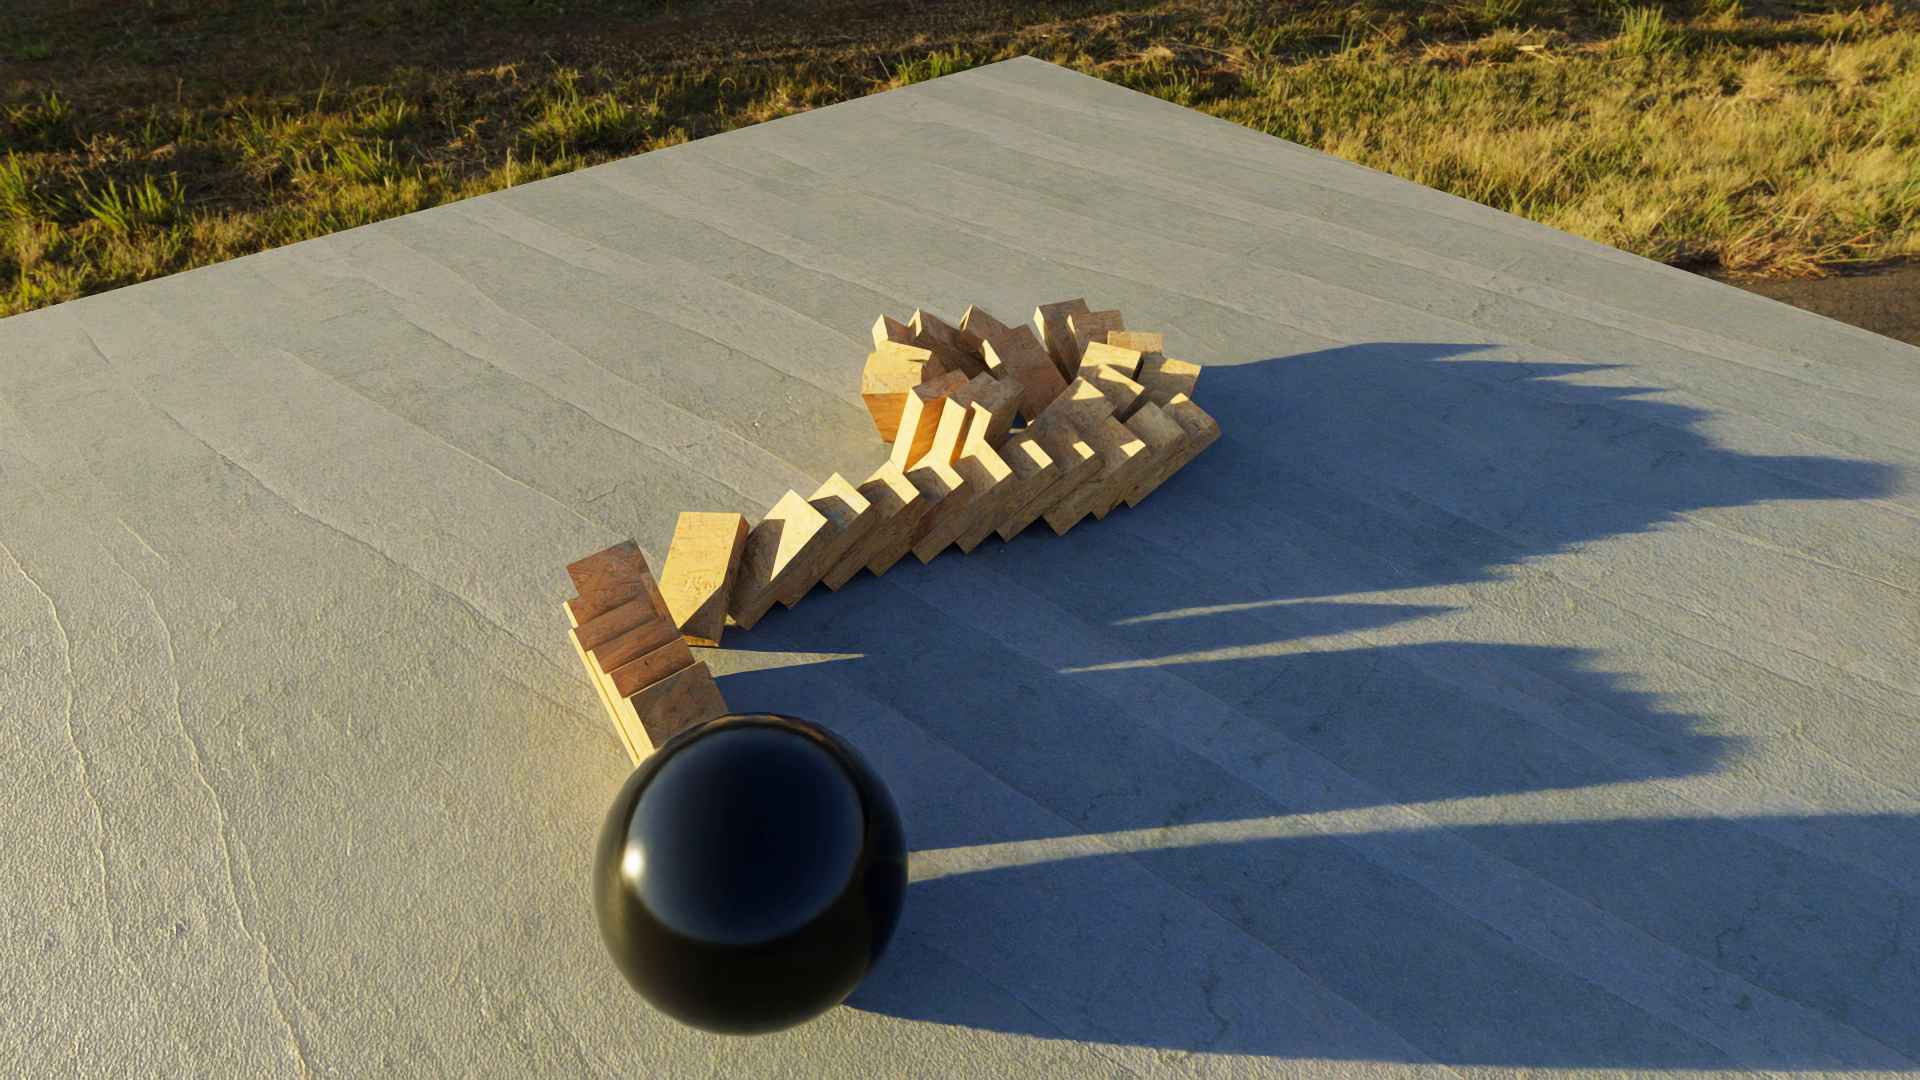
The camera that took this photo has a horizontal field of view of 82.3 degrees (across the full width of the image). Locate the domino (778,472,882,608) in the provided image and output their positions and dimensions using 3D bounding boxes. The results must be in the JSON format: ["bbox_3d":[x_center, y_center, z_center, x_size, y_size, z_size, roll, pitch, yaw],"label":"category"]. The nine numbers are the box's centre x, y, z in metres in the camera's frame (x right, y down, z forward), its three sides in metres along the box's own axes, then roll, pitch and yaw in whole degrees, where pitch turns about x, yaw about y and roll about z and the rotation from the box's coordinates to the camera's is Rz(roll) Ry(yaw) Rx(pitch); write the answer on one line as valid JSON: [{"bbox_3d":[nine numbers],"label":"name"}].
[{"bbox_3d":[-0.057,0.000,0.424,0.050,0.009,0.025,-46,51,-4],"label":"domino"}]

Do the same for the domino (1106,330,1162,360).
[{"bbox_3d":[0.081,-0.073,0.513,0.025,0.009,0.050,4,69,2],"label":"domino"}]

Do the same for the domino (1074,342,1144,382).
[{"bbox_3d":[0.063,-0.064,0.501,0.025,0.009,0.050,17,75,23],"label":"domino"}]

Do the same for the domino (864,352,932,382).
[{"bbox_3d":[-0.023,-0.068,0.498,0.025,0.050,0.009,14,79,17],"label":"domino"}]

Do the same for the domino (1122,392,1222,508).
[{"bbox_3d":[0.084,-0.039,0.472,0.050,0.009,0.025,-39,46,0],"label":"domino"}]

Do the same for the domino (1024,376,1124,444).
[{"bbox_3d":[0.044,-0.045,0.477,0.050,0.010,0.025,-44,58,-3],"label":"domino"}]

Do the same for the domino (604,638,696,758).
[{"bbox_3d":[-0.088,0.059,0.345,0.025,0.050,0.010,-27,4,-29],"label":"domino"}]

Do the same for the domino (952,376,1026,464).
[{"bbox_3d":[0.010,-0.043,0.464,0.009,0.050,0.025,37,50,15],"label":"domino"}]

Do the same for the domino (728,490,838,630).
[{"bbox_3d":[-0.072,0.007,0.416,0.050,0.010,0.025,-48,52,-6],"label":"domino"}]

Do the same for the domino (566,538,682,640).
[{"bbox_3d":[-0.116,0.027,0.387,0.025,0.010,0.050,-25,81,-18],"label":"domino"}]

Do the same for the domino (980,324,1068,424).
[{"bbox_3d":[0.033,-0.075,0.516,0.025,0.010,0.050,-27,78,-29],"label":"domino"}]

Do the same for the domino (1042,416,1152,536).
[{"bbox_3d":[0.052,-0.027,0.457,0.050,0.009,0.025,-40,46,2],"label":"domino"}]

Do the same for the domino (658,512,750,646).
[{"bbox_3d":[-0.097,0.014,0.409,0.025,0.010,0.050,2,62,14],"label":"domino"}]

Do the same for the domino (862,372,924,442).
[{"bbox_3d":[-0.026,-0.058,0.483,0.025,0.050,0.010,0,72,8],"label":"domino"}]

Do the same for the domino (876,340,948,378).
[{"bbox_3d":[-0.019,-0.076,0.508,0.025,0.050,0.010,16,81,18],"label":"domino"}]

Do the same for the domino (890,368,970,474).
[{"bbox_3d":[-0.013,-0.050,0.473,0.025,0.050,0.010,-25,68,-27],"label":"domino"}]

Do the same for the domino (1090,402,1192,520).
[{"bbox_3d":[0.070,-0.034,0.464,0.050,0.010,0.025,-40,46,2],"label":"domino"}]

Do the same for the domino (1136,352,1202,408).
[{"bbox_3d":[0.089,-0.058,0.496,0.025,0.010,0.050,18,70,15],"label":"domino"}]

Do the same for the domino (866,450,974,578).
[{"bbox_3d":[-0.021,-0.011,0.438,0.050,0.009,0.025,-41,47,1],"label":"domino"}]

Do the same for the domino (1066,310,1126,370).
[{"bbox_3d":[0.069,-0.086,0.528,0.025,0.010,0.050,-7,71,-10],"label":"domino"}]

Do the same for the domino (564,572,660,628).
[{"bbox_3d":[-0.110,0.039,0.369,0.025,0.050,0.009,-26,4,-28],"label":"domino"}]

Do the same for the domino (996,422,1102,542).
[{"bbox_3d":[0.031,-0.024,0.454,0.050,0.010,0.025,-38,46,2],"label":"domino"}]

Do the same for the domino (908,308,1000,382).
[{"bbox_3d":[-0.001,-0.092,0.534,0.050,0.010,0.025,25,29,-21],"label":"domino"}]

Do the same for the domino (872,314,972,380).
[{"bbox_3d":[-0.017,-0.089,0.531,0.050,0.010,0.025,23,29,-26],"label":"domino"}]

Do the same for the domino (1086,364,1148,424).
[{"bbox_3d":[0.057,-0.052,0.486,0.025,0.010,0.050,37,83,32],"label":"domino"}]

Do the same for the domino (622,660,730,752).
[{"bbox_3d":[-0.080,0.065,0.337,0.025,0.050,0.010,-27,4,-29],"label":"domino"}]

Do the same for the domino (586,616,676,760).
[{"bbox_3d":[-0.096,0.052,0.353,0.025,0.050,0.009,-27,5,-29],"label":"domino"}]

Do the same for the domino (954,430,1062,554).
[{"bbox_3d":[0.014,-0.020,0.448,0.050,0.010,0.025,-40,45,2],"label":"domino"}]

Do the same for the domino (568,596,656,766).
[{"bbox_3d":[-0.105,0.046,0.360,0.025,0.050,0.010,-27,5,-29],"label":"domino"}]

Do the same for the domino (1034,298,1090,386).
[{"bbox_3d":[0.058,-0.096,0.545,0.025,0.009,0.050,-14,65,-16],"label":"domino"}]

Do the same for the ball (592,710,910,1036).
[{"bbox_3d":[-0.053,0.085,0.284,0.080,0.080,0.080,0,39,0],"label":"ball"}]

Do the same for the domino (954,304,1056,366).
[{"bbox_3d":[0.023,-0.092,0.537,0.050,0.009,0.025,30,38,-13],"label":"domino"}]

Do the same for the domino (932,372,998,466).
[{"bbox_3d":[0.000,-0.045,0.466,0.009,0.050,0.025,37,50,15],"label":"domino"}]

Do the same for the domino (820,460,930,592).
[{"bbox_3d":[-0.038,-0.006,0.431,0.050,0.010,0.025,-42,48,0],"label":"domino"}]

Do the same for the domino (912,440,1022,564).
[{"bbox_3d":[-0.002,-0.016,0.442,0.050,0.010,0.025,-39,45,2],"label":"domino"}]
